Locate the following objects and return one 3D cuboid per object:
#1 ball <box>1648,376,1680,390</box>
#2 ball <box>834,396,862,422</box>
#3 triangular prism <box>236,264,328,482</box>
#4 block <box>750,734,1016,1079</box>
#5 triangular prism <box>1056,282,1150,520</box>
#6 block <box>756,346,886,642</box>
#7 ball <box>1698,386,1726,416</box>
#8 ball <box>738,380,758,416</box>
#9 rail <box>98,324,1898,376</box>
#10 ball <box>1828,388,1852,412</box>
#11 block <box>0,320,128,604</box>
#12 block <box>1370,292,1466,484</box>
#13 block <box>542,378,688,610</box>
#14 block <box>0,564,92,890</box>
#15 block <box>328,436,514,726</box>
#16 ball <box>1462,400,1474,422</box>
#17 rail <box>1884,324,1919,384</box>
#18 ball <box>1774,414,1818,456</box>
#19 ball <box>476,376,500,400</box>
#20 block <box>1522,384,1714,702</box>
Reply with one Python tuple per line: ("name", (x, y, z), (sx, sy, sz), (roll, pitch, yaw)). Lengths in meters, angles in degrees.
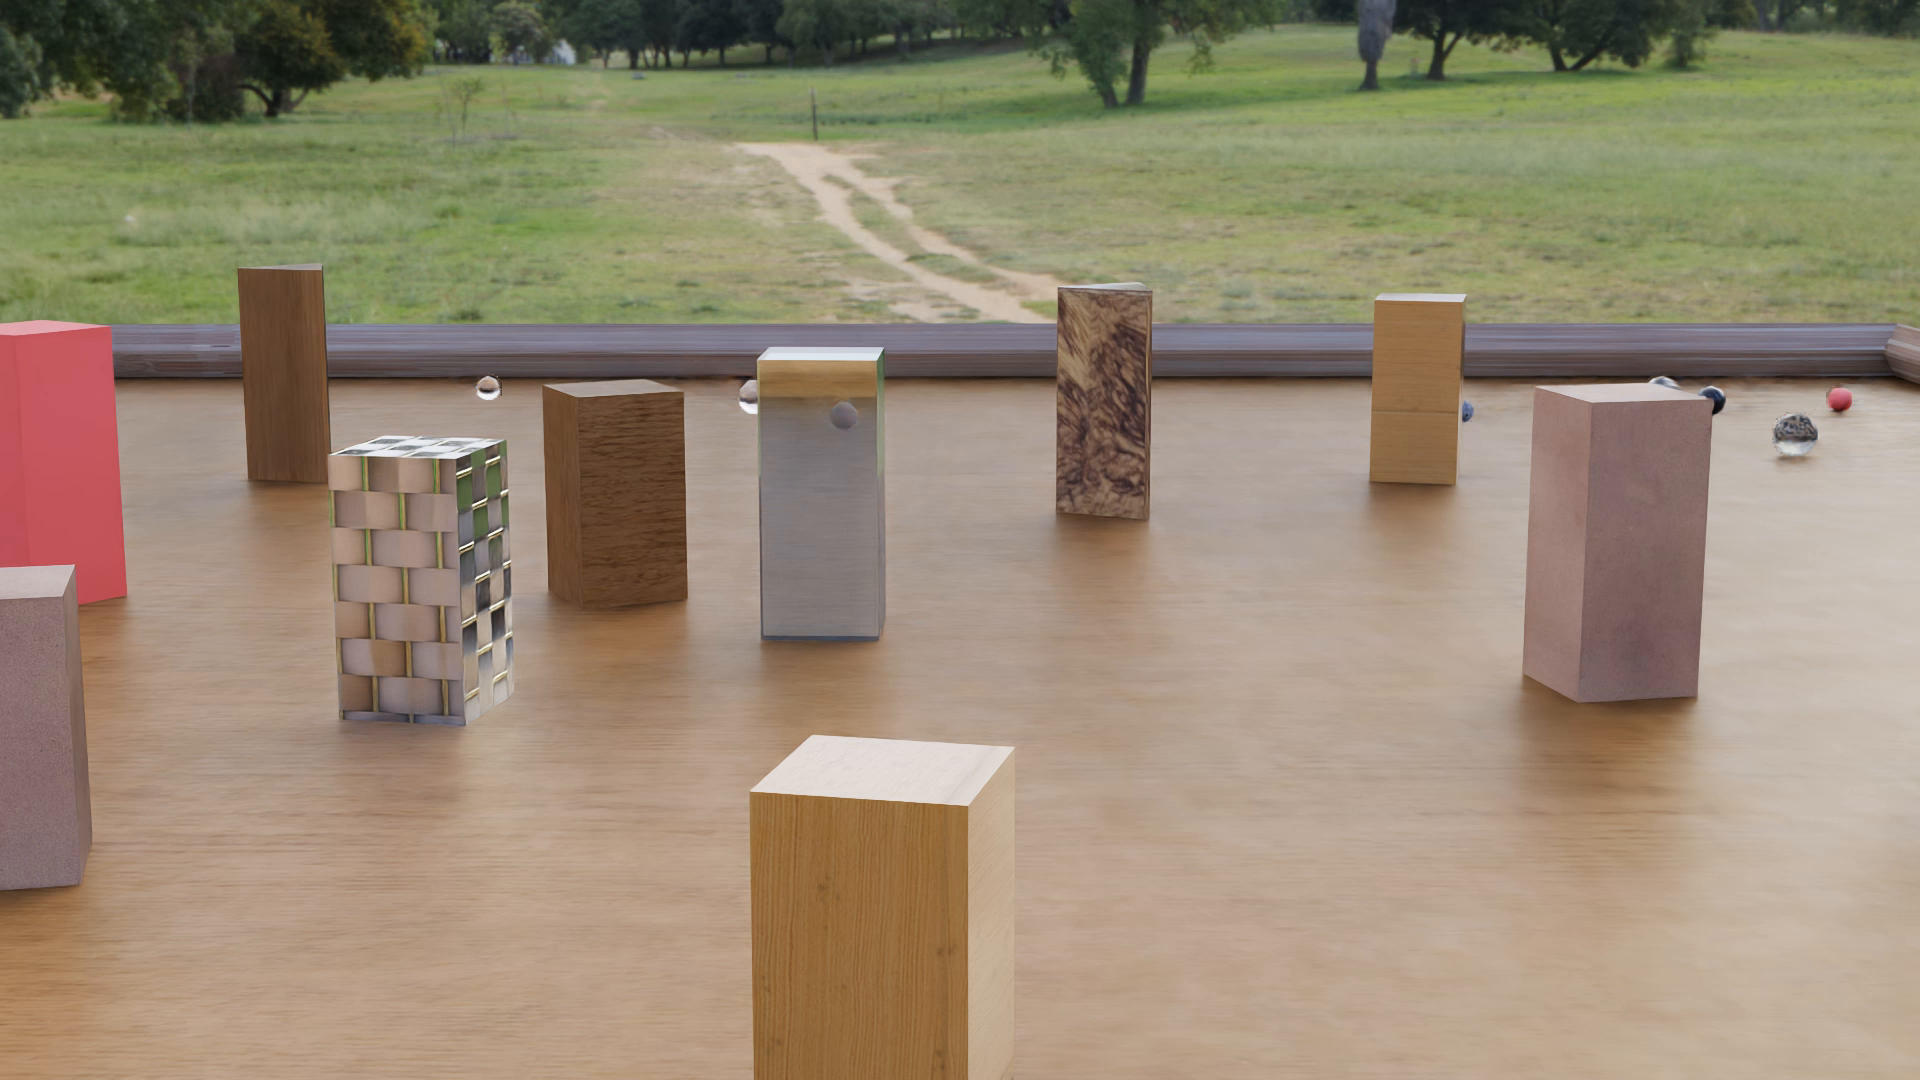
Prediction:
("ball", (1.470, -0.304, 5.377), (0.076, 0.076, 0.076), (0, 11, 0))
("ball", (-0.229, -0.267, 5.234), (0.056, 0.056, 0.056), (0, 11, 0))
("triangular prism", (-1.162, -0.300, 4.547), (0.162, 0.371, 0.141), (3, 11, 16))
("block", (-0.051, 0.279, 1.792), (0.150, 0.246, 0.150), (2, 11, 13))
("triangular prism", (0.261, -0.233, 4.199), (0.162, 0.368, 0.141), (5, 12, 26))
("block", (-0.176, -0.062, 3.307), (0.150, 0.359, 0.150), (0, 11, 2))
("ball", (1.564, -0.290, 5.343), (0.060, 0.060, 0.060), (0, 11, 0))
("ball", (-0.425, -0.297, 5.346), (0.074, 0.074, 0.074), (0, 11, 0))
("rail", (-0.015, -0.441, 5.977), (4.420, 0.122, 0.045), (0, 11, 0))
("ball", (1.855, -0.297, 5.407), (0.050, 0.050, 0.050), (0, 11, 0))
("block", (-1.256, -0.104, 3.495), (0.150, 0.372, 0.150), (7, 13, 34))
("block", (0.810, -0.270, 4.533), (0.150, 0.318, 0.150), (3, 11, 13))
("block", (-0.474, -0.066, 3.528), (0.150, 0.287, 0.150), (-5, 12, -27))
("block", (-0.879, 0.169, 2.329), (0.150, 0.264, 0.150), (-3, 11, -14))
("block", (-0.608, 0.043, 2.908), (0.150, 0.300, 0.150), (2, 11, 11))
("ball", (1.024, -0.262, 5.232), (0.046, 0.046, 0.046), (0, 11, 0))
("rail", (2.186, 0.029, 3.462), (0.045, 0.122, 5.191), (0, 11, 0))
("ball", (1.560, -0.196, 4.791), (0.079, 0.079, 0.079), (0, 11, 0))
("ball", (-1.026, -0.330, 5.583), (0.051, 0.051, 0.051), (0, 11, 0))
("block", (0.768, 0.000, 3.007), (0.150, 0.348, 0.150), (-2, 11, -12))
